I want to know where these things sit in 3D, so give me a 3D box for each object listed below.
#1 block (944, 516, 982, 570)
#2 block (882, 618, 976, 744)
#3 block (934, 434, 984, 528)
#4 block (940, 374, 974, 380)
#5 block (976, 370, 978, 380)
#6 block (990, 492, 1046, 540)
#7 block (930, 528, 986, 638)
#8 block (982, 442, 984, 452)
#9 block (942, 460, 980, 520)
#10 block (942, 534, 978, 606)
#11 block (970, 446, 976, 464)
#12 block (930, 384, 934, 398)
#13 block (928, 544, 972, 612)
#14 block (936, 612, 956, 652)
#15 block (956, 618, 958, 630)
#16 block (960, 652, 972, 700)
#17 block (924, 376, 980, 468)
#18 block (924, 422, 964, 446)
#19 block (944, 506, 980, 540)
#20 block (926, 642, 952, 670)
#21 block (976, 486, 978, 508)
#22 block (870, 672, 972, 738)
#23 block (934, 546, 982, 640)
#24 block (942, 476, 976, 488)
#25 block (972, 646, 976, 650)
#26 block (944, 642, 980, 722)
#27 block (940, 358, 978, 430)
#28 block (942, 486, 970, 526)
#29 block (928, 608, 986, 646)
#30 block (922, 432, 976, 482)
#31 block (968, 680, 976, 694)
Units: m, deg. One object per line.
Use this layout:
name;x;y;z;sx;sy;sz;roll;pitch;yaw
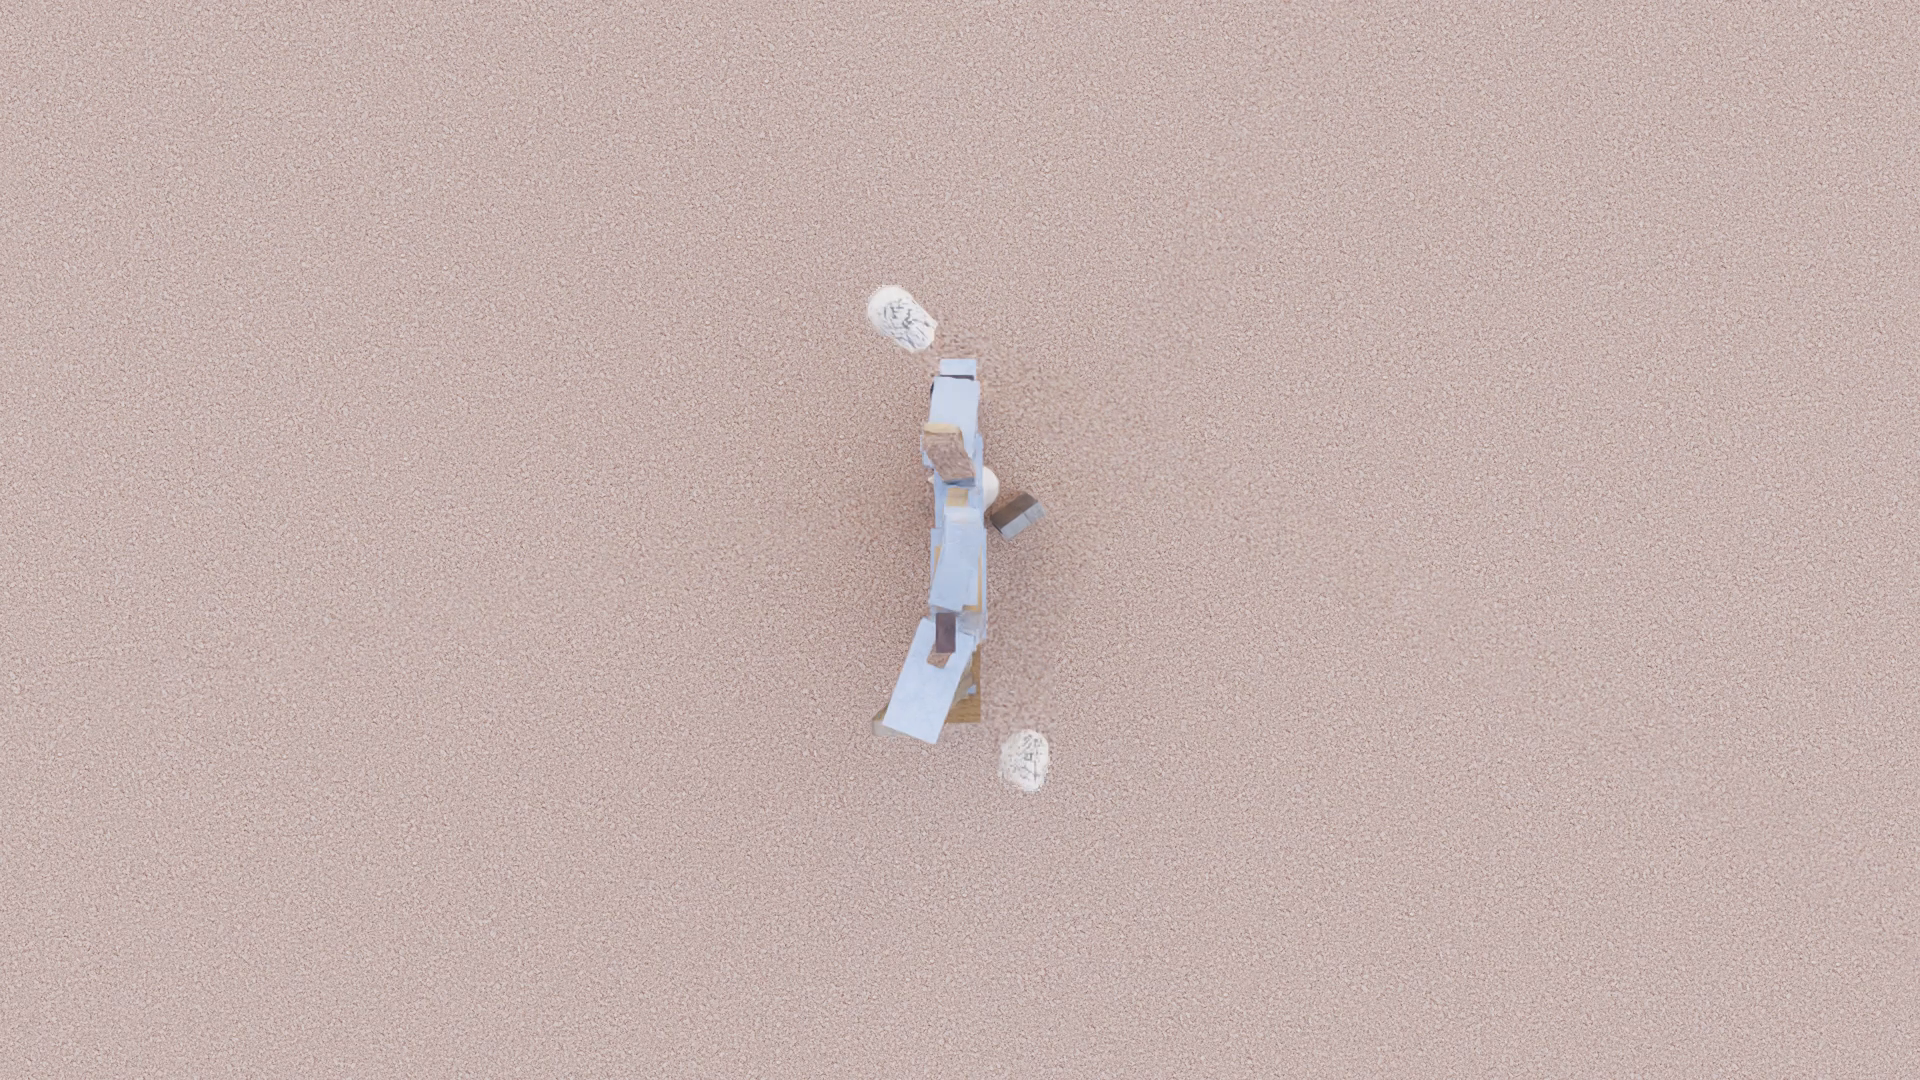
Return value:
block;0.007;0.008;4.316;0.092;0.184;0.026;4;52;-1
block;-0.083;0.380;4.462;0.153;0.043;0.307;21;91;5
block;-0.003;-0.182;5.201;0.152;0.043;0.303;-1;108;1
block;-0.013;-0.390;4.916;0.102;0.029;0.204;3;91;2
block;-0.002;-0.539;5.384;0.114;0.228;0.032;0;90;2
block;0.184;-0.080;5.347;0.152;0.303;0.043;-36;100;0
block;-0.005;0.135;5.134;0.171;0.048;0.342;0;90;0
block;-0.003;-0.292;5.348;0.152;0.303;0.043;2;92;0
block;0.002;-0.142;4.726;0.091;0.026;0.182;5;72;1
block;0.000;0.082;4.582;0.097;0.028;0.194;0;95;0
block;-0.028;-0.259;4.768;0.128;0.256;0.036;2;102;-5
block;-0.013;-0.429;4.766;0.128;0.256;0.036;4;96;2
block;-0.021;0.101;4.451;0.092;0.026;0.184;16;120;5
block;-0.037;0.242;4.334;0.052;0.015;0.104;1;90;0
block;-0.035;0.238;4.391;0.052;0.104;0.015;14;54;7
block;-0.015;0.385;4.991;0.093;0.026;0.186;6;91;10
block;-0.022;-0.323;4.591;0.128;0.036;0.256;7;79;1
block;-0.042;-0.279;4.415;0.091;0.183;0.026;6;82;5
block;0.003;-0.010;4.415;0.092;0.313;0.026;2;66;1
block;-0.054;0.307;4.389;0.052;0.104;0.015;21;56;-2
block;0.003;-0.081;4.925;0.094;0.027;0.187;3;72;1
block;-0.104;0.465;4.741;0.153;0.495;0.043;1;102;16
block;-0.004;0.155;4.816;0.137;0.039;0.274;0;90;0
block;-0.003;-0.176;4.596;0.091;0.242;0.026;5;86;2
block;0.004;0.325;5.103;0.093;0.186;0.026;0;88;0
block;-0.003;0.444;5.216;0.133;0.038;0.266;0;90;0
block;-0.004;-0.462;5.252;0.114;0.032;0.228;-1;92;1
block;-0.011;-0.088;4.459;0.054;0.015;0.109;9;74;1
block;-0.014;0.243;4.636;0.153;0.307;0.043;3;97;5
block;-0.029;-0.219;4.358;0.091;0.183;0.026;-9;59;16
block;0.002;0.452;5.103;0.093;0.186;0.026;1;90;1
